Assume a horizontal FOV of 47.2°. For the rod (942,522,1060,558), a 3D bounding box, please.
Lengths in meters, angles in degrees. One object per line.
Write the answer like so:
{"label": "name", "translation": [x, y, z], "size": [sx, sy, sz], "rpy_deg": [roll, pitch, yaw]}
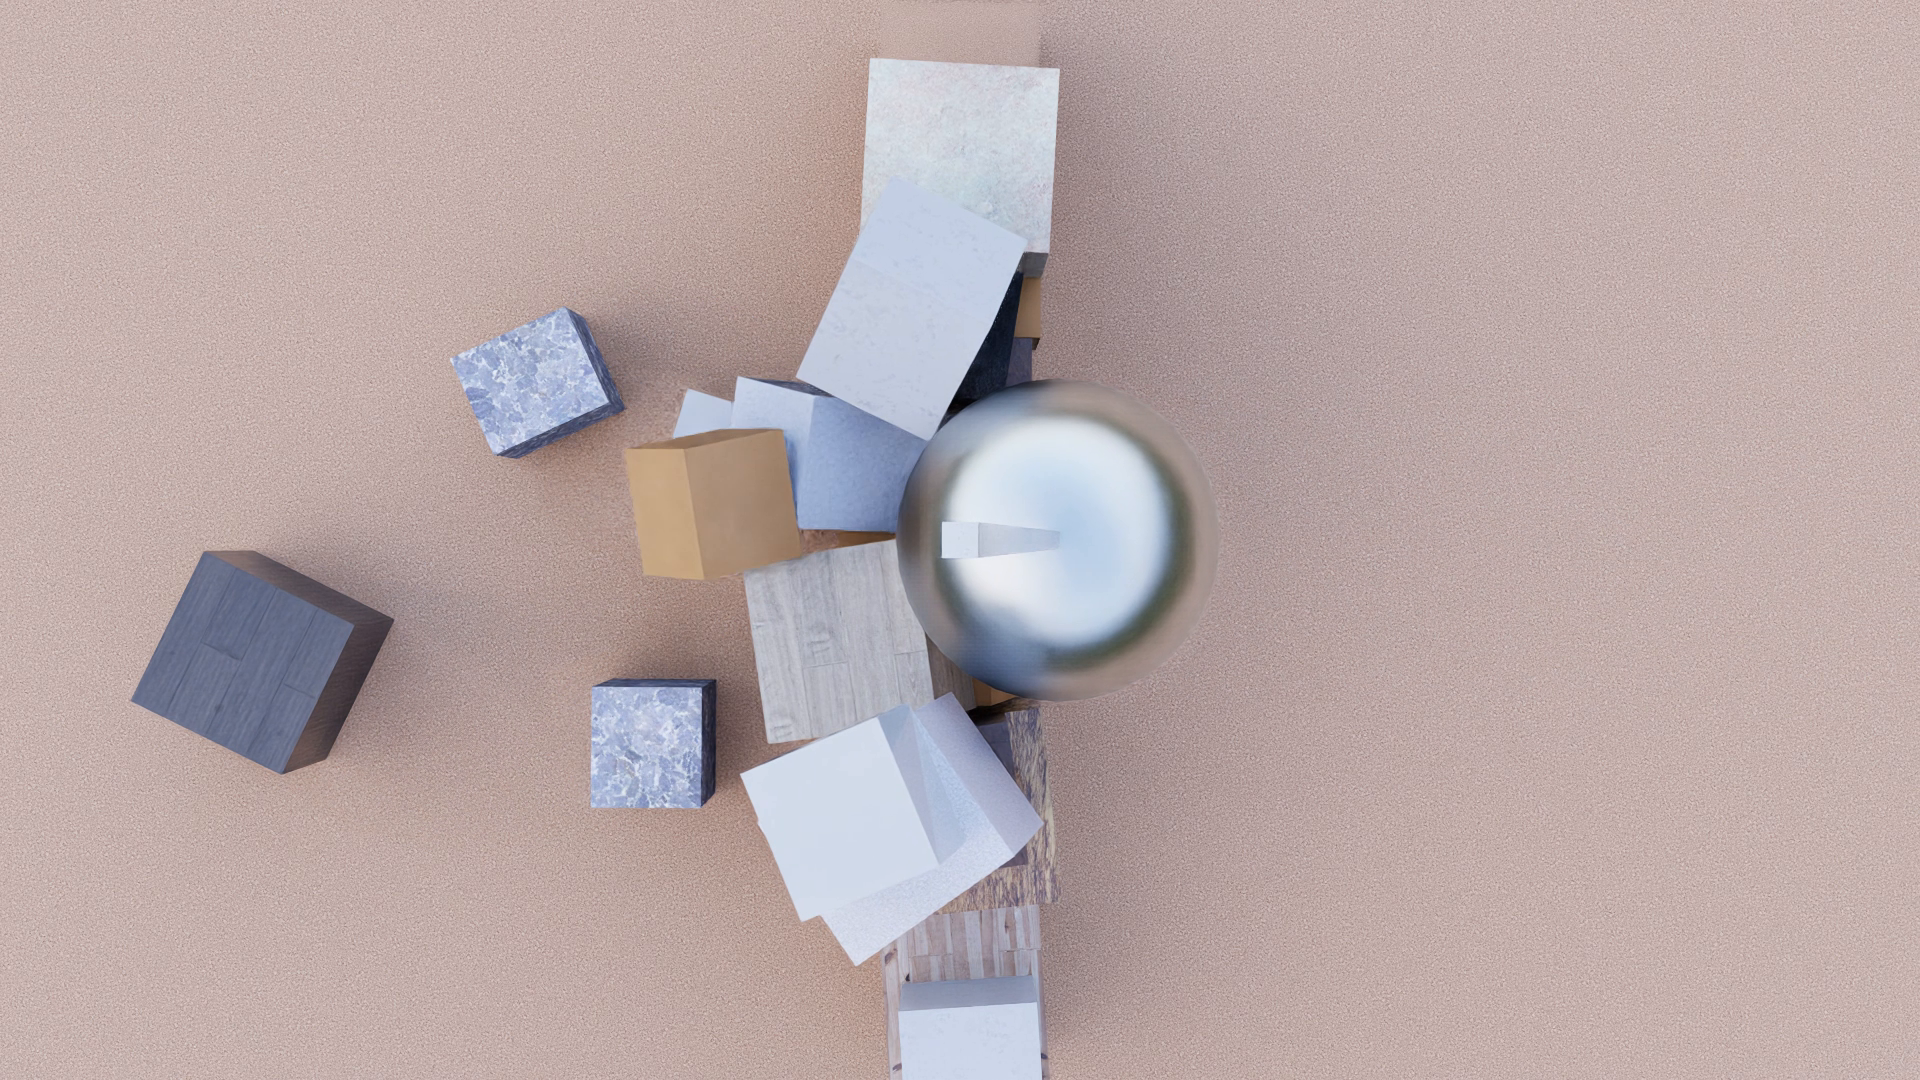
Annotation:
{"label": "rod", "translation": [0.208, 0.000, 7.466], "size": [0.080, 5.200, 0.080], "rpy_deg": [0, 90, 5]}

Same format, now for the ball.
{"label": "ball", "translation": [0.480, 0.000, 10.855], "size": [1.600, 1.600, 1.600], "rpy_deg": [0, 90, 0]}

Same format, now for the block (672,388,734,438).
{"label": "block", "translation": [-1.320, -0.374, 12.525], "size": [0.700, 0.876, 0.774], "rpy_deg": [17, 90, -7]}

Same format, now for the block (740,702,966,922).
{"label": "block", "translation": [-0.468, 1.211, 9.918], "size": [0.670, 0.669, 0.700], "rpy_deg": [-23, 87, 10]}

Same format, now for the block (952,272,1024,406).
{"label": "block", "translation": [-0.048, -1.104, 11.789], "size": [0.661, 0.634, 0.690], "rpy_deg": [9, 90, 0]}

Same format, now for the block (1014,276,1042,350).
{"label": "block", "translation": [-0.015, -1.630, 12.593], "size": [0.929, 0.813, 1.010], "rpy_deg": [0, 90, 0]}

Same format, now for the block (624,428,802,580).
{"label": "block", "translation": [-1.257, -0.191, 11.204], "size": [0.592, 0.576, 0.658], "rpy_deg": [-15, 101, -37]}

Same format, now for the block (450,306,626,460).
{"label": "block", "translation": [-2.420, -0.896, 12.678], "size": [0.710, 0.644, 0.595], "rpy_deg": [-25, 90, 0]}

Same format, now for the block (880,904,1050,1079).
{"label": "block", "translation": [0.023, 2.541, 12.581], "size": [0.888, 0.839, 1.009], "rpy_deg": [-4, 90, 0]}

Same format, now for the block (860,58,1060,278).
{"label": "block", "translation": [-0.002, -1.948, 11.662], "size": [0.962, 1.050, 0.934], "rpy_deg": [3, 90, 0]}

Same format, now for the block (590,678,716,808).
{"label": "block", "translation": [-1.749, 1.157, 12.630], "size": [0.613, 0.741, 0.673], "rpy_deg": [1, 90, 0]}

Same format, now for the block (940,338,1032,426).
{"label": "block", "translation": [-0.033, -0.624, 12.553], "size": [0.851, 0.894, 0.987], "rpy_deg": [1, 90, 0]}

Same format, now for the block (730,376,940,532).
{"label": "block", "translation": [-0.685, -0.450, 11.697], "size": [0.850, 0.694, 0.683], "rpy_deg": [2, 100, -41]}

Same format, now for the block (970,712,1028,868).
{"label": "block", "translation": [-0.054, 1.347, 11.583], "size": [0.709, 0.686, 0.735], "rpy_deg": [-9, 90, 0]}

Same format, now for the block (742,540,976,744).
{"label": "block", "translation": [-0.522, 0.518, 11.714], "size": [0.917, 0.860, 0.947], "rpy_deg": [-9, 88, 14]}

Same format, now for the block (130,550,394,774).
{"label": "block", "translation": [-3.961, 0.679, 12.570], "size": [0.929, 0.860, 0.922], "rpy_deg": [26, 90, 0]}

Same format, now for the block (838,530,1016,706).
{"label": "block", "translation": [-0.154, 0.402, 12.495], "size": [0.846, 0.834, 1.017], "rpy_deg": [-1, 90, 14]}

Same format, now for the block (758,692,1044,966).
{"label": "block", "translation": [-0.265, 1.381, 10.720], "size": [0.924, 0.972, 0.815], "rpy_deg": [-36, 85, 9]}

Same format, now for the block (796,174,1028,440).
{"label": "block", "translation": [-0.241, -1.144, 10.891], "size": [0.741, 0.872, 0.692], "rpy_deg": [26, 47, -4]}

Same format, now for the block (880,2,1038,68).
{"label": "block", "translation": [-0.002, -2.562, 12.608], "size": [0.877, 0.784, 0.842], "rpy_deg": [0, 90, 0]}

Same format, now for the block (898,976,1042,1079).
{"label": "block", "translation": [0.068, 2.839, 11.804], "size": [0.723, 0.716, 0.819], "rpy_deg": [-4, 90, 0]}

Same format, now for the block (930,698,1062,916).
{"label": "block", "translation": [-0.041, 1.495, 12.463], "size": [1.084, 1.074, 1.053], "rpy_deg": [-6, 90, 0]}
